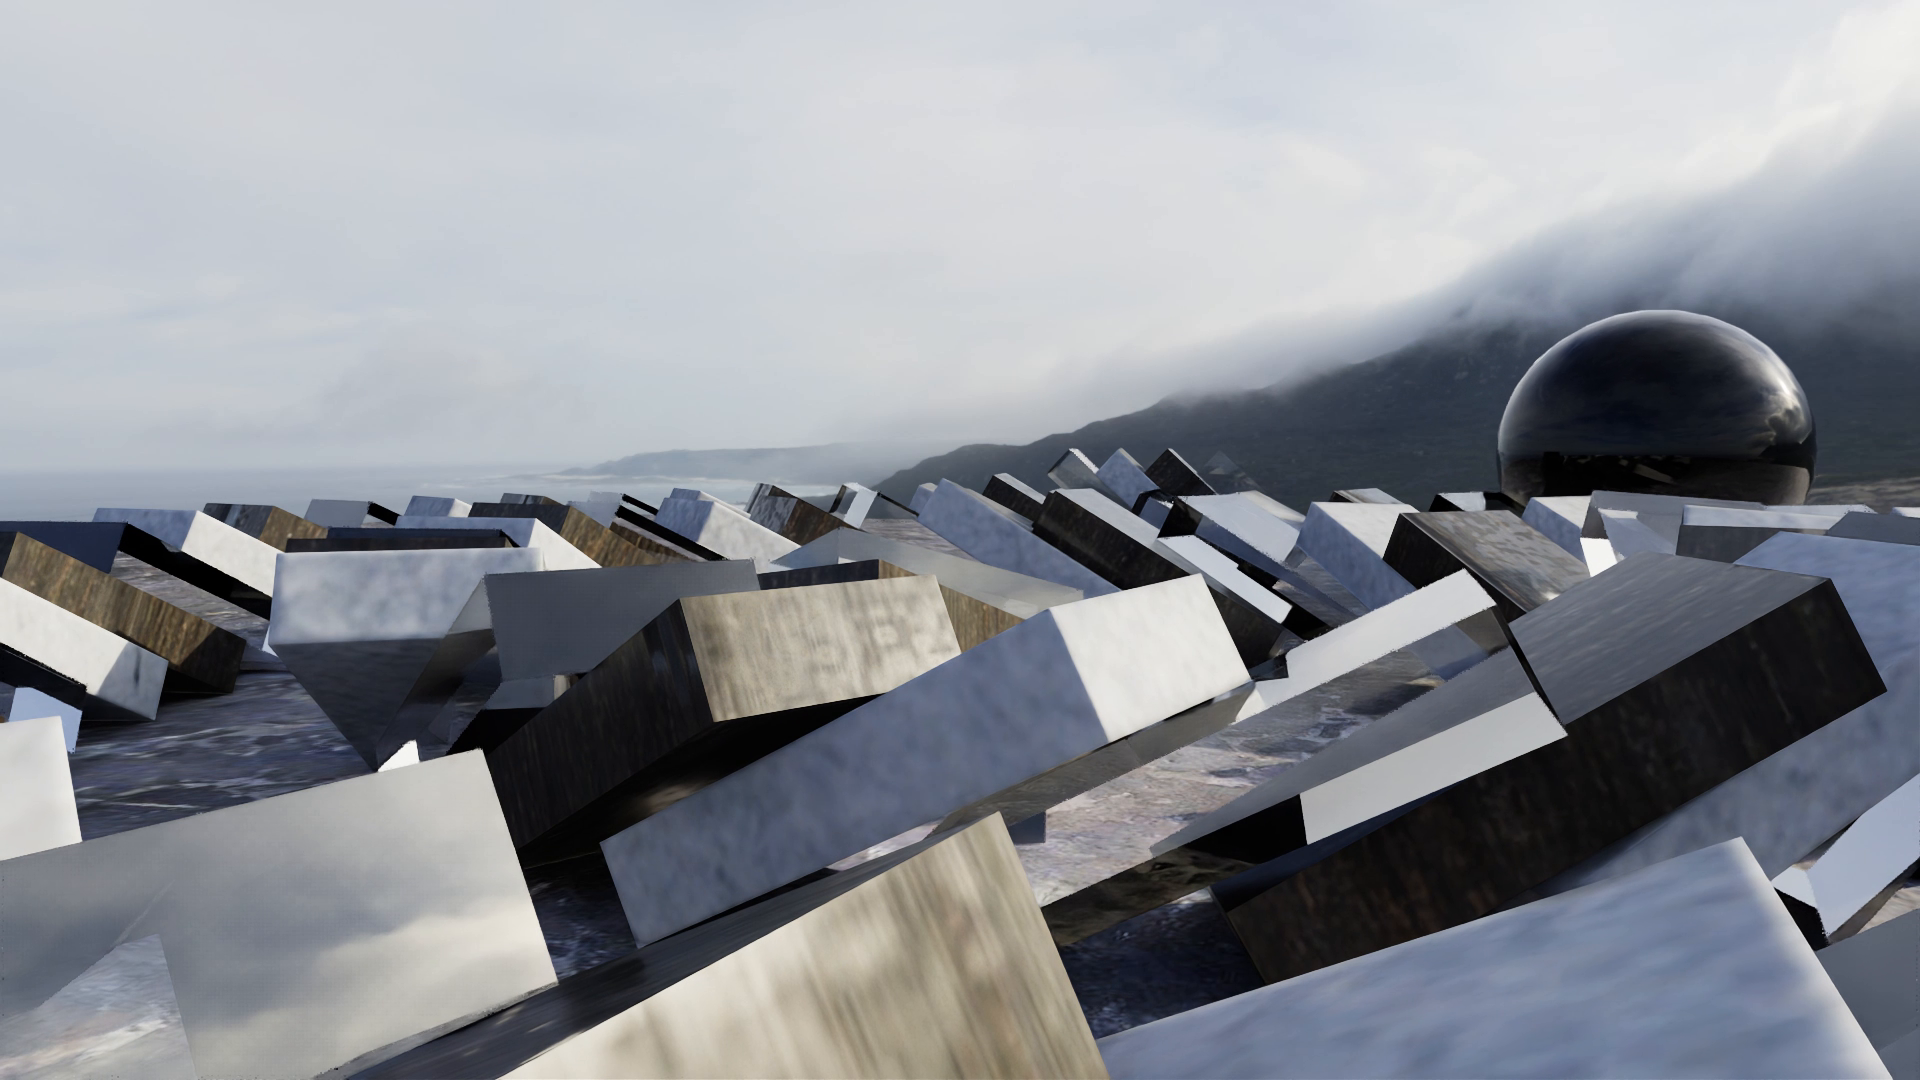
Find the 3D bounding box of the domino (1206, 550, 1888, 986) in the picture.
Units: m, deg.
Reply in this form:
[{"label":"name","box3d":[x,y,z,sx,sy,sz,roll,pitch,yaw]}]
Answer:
[{"label":"domino","box3d":[0.043,0.018,0.106,0.050,0.009,0.025,-29,4,1]}]

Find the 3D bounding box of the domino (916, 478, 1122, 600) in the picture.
[{"label":"domino","box3d":[0.017,0.006,0.251,0.050,0.009,0.025,32,3,5]}]

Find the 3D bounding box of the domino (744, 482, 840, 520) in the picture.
[{"label":"domino","box3d":[-0.036,-0.001,0.367,0.050,0.010,0.025,27,-5,-19]}]

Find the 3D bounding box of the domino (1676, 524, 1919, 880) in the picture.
[{"label":"domino","box3d":[0.095,0.016,0.147,0.025,0.009,0.050,3,33,32]}]

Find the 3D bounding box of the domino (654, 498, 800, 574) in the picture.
[{"label":"domino","box3d":[-0.040,0.006,0.279,0.050,0.010,0.025,30,-14,-34]}]

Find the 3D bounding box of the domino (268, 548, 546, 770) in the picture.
[{"label":"domino","box3d":[-0.060,0.015,0.150,0.025,0.009,0.050,-1,-23,-14]}]

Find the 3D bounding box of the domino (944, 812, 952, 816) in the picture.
[{"label":"domino","box3d":[0.000,0.025,0.171,0.025,0.009,0.050,0,4,0]}]

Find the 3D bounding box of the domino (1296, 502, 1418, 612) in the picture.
[{"label":"domino","box3d":[0.087,0.009,0.236,0.025,0.009,0.050,0,30,-25]}]

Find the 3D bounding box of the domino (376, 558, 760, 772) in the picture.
[{"label":"domino","box3d":[-0.042,0.017,0.132,0.025,0.009,0.050,-3,-22,-36]}]

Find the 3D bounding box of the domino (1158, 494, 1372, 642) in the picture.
[{"label":"domino","box3d":[0.065,0.008,0.248,0.050,0.009,0.025,38,26,33]}]

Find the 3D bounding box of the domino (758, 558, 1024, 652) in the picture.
[{"label":"domino","box3d":[-0.011,0.014,0.199,0.025,0.009,0.050,-7,-16,26]}]

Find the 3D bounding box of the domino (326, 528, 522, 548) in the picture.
[{"label":"domino","box3d":[-0.071,0.012,0.195,0.025,0.010,0.050,1,-23,8]}]

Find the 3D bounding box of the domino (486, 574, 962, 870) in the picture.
[{"label":"domino","box3d":[-0.025,0.018,0.117,0.025,0.010,0.050,-4,-21,-43]}]

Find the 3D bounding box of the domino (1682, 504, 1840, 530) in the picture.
[{"label":"domino","box3d":[0.108,0.013,0.168,0.025,0.010,0.050,7,35,27]}]

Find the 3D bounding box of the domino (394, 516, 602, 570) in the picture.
[{"label":"domino","box3d":[-0.070,0.011,0.218,0.025,0.009,0.050,1,-23,17]}]

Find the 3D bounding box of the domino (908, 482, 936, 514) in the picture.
[{"label":"domino","box3d":[0.010,-0.001,0.379,0.050,0.009,0.025,27,6,3]}]

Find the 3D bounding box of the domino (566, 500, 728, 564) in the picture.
[{"label":"domino","box3d":[-0.056,0.007,0.264,0.050,0.009,0.025,30,-16,-36]}]

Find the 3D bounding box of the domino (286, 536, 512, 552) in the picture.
[{"label":"domino","box3d":[-0.067,0.014,0.172,0.025,0.009,0.050,0,-23,-4]}]

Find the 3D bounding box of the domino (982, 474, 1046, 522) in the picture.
[{"label":"domino","box3d":[0.031,-0.003,0.378,0.050,0.009,0.025,32,9,7]}]

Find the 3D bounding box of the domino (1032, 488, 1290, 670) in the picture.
[{"label":"domino","box3d":[0.041,0.007,0.252,0.050,0.010,0.025,33,14,17]}]

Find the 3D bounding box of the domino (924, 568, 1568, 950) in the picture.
[{"label":"domino","box3d":[0.020,0.019,0.102,0.050,0.009,0.025,-28,-4,17]}]

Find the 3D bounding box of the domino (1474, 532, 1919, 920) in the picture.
[{"label":"domino","box3d":[0.065,0.017,0.113,0.050,0.009,0.025,-31,11,-8]}]

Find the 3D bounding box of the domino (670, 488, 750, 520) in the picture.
[{"label":"domino","box3d":[-0.055,0.001,0.354,0.050,0.010,0.025,27,-9,-27]}]

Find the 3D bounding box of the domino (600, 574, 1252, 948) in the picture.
[{"label":"domino","box3d":[-0.004,0.019,0.106,0.050,0.009,0.025,-30,-13,32]}]

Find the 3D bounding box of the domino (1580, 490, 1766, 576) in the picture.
[{"label":"domino","box3d":[0.111,0.011,0.191,0.025,0.009,0.050,5,35,12]}]

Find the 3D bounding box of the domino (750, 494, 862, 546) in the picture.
[{"label":"domino","box3d":[-0.022,0.005,0.294,0.050,0.009,0.025,28,-9,-26]}]

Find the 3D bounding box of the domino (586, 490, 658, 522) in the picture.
[{"label":"domino","box3d":[-0.073,0.002,0.340,0.050,0.009,0.025,28,-12,-32]}]

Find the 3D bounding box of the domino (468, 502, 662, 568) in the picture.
[{"label":"domino","box3d":[-0.066,0.008,0.241,0.025,0.009,0.050,2,-23,31]}]

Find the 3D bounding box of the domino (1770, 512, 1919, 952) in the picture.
[{"label":"domino","box3d":[0.085,0.016,0.123,0.050,0.009,0.025,-34,19,-17]}]

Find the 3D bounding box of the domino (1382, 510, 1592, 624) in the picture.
[{"label":"domino","box3d":[0.097,0.011,0.213,0.025,0.010,0.050,-2,31,-22]}]

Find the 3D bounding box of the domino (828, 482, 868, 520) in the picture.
[{"label":"domino","box3d":[-0.013,-0.001,0.379,0.050,0.009,0.025,27,5,1]}]

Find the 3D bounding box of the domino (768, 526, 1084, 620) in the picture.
[{"label":"domino","box3d":[-0.006,0.011,0.225,0.050,0.010,0.025,15,-23,-32]}]
